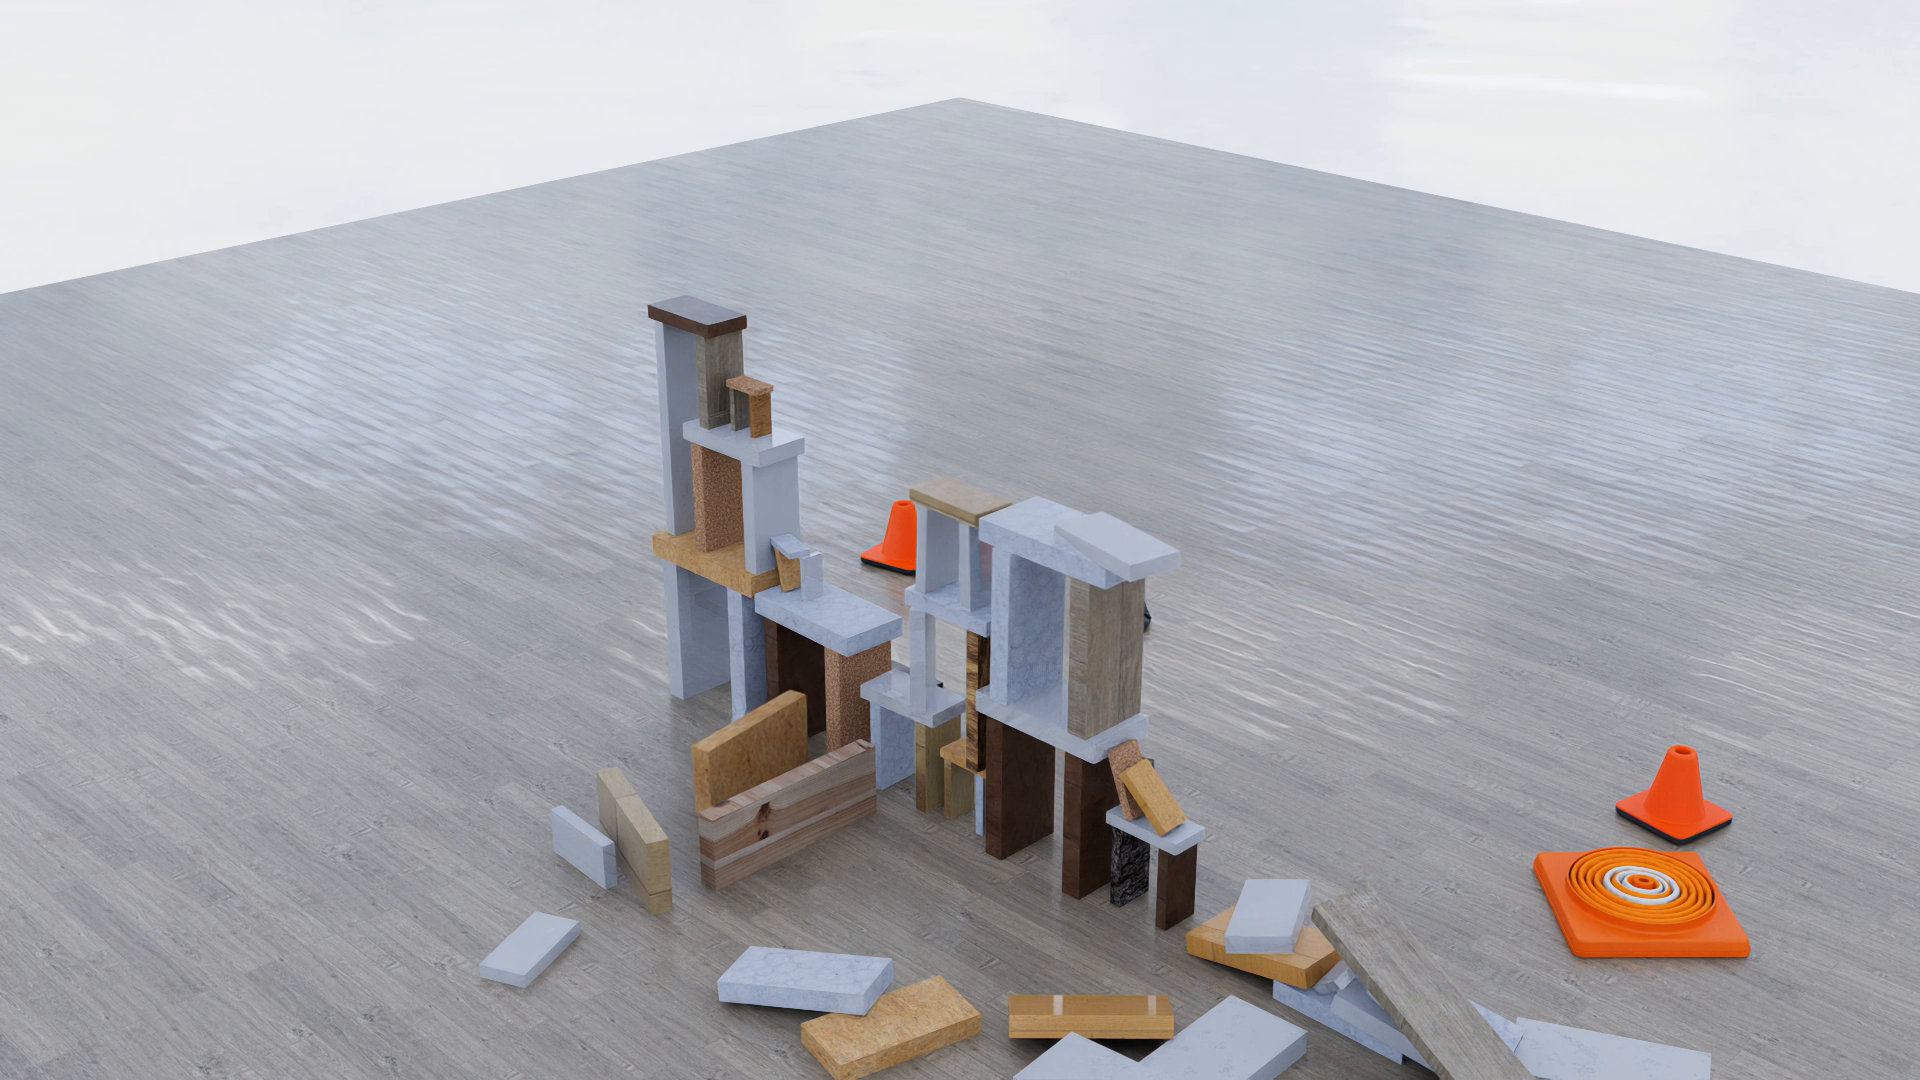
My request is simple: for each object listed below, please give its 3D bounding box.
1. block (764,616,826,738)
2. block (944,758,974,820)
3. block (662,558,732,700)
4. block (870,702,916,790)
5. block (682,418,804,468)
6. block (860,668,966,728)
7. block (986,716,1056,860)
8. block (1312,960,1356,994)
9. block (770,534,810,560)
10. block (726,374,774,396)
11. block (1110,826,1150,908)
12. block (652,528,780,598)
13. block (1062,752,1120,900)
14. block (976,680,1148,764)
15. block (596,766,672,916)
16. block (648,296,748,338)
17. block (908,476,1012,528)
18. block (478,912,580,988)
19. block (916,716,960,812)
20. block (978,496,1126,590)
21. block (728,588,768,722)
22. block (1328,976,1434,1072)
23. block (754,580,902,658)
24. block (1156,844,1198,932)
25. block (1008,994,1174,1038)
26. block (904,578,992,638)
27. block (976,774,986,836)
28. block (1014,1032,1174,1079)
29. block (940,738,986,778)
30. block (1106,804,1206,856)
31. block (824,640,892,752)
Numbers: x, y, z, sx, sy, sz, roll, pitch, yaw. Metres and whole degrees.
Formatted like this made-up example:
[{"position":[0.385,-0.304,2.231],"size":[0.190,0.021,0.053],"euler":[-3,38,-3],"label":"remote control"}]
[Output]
[{"position":[-0.343,0.284,4.710],"size":[0.149,0.299,0.042],"euler":[-20,30,-39],"label":"block"},{"position":[-0.001,0.492,4.432],"size":[0.067,0.133,0.019],"euler":[-21,31,-41],"label":"block"},{"position":[-0.577,0.176,4.922],"size":[0.165,0.330,0.047],"euler":[-21,31,-41],"label":"block"},{"position":[-0.139,0.406,4.545],"size":[0.029,0.202,0.101],"euler":[20,30,39],"label":"block"},{"position":[-0.456,-0.215,4.622],"size":[0.248,0.035,0.124],"euler":[21,31,40],"label":"block"},{"position":[-0.095,0.320,4.455],"size":[0.202,0.029,0.101],"euler":[20,30,38],"label":"block"},{"position":[0.119,0.459,4.292],"size":[0.043,0.302,0.151],"euler":[21,31,40],"label":"block"},{"position":[0.649,0.742,3.751],"size":[0.067,0.019,0.134],"euler":[-40,-7,-15],"label":"block"},{"position":[-0.355,0.013,4.593],"size":[0.048,0.014,0.095],"euler":[-12,26,-27],"label":"block"},{"position":[-0.437,-0.321,4.568],"size":[0.094,0.013,0.047],"euler":[21,31,40],"label":"block"},{"position":[0.321,0.599,4.134],"size":[0.024,0.167,0.084],"euler":[21,31,41],"label":"block"},{"position":[-0.499,0.033,4.778],"size":[0.330,0.047,0.165],"euler":[21,31,40],"label":"block"},{"position":[0.262,0.515,4.161],"size":[0.043,0.302,0.151],"euler":[21,31,40],"label":"block"},{"position":[0.191,0.328,4.159],"size":[0.302,0.043,0.151],"euler":[21,31,41],"label":"block"},{"position":[-0.625,0.573,4.214],"size":[0.043,0.153,0.307],"euler":[-11,25,-24],"label":"block"},{"position":[-0.552,-0.470,4.618],"size":[0.102,0.029,0.204],"euler":[-21,31,-40],"label":"block"},{"position":[0.000,-0.074,4.183],"size":[0.093,0.026,0.186],"euler":[-20,30,-39],"label":"block"},{"position":[-0.778,0.740,3.982],"size":[0.094,0.027,0.187],"euler":[9,25,20],"label":"block"},{"position":[-0.044,0.443,4.458],"size":[0.029,0.202,0.101],"euler":[21,31,41],"label":"block"},{"position":[0.201,0.002,4.015],"size":[0.156,0.044,0.312],"euler":[-21,31,-40],"label":"block"},{"position":[-0.421,0.237,4.778],"size":[0.165,0.330,0.047],"euler":[-21,31,-41],"label":"block"},{"position":[0.774,0.812,3.697],"size":[0.272,0.039,0.136],"euler":[28,36,23],"label":"block"},{"position":[-0.275,0.155,4.576],"size":[0.149,0.042,0.299],"euler":[-20,30,-39],"label":"block"},{"position":[0.400,0.630,4.061],"size":[0.084,0.167,0.024],"euler":[-21,31,-41],"label":"block"},{"position":[0.220,0.810,3.742],"size":[0.274,0.039,0.137],"euler":[0,2,1],"label":"block"},{"position":[0.010,0.125,4.268],"size":[0.222,0.031,0.111],"euler":[21,31,40],"label":"block"},{"position":[0.062,0.516,4.374],"size":[0.067,0.133,0.019],"euler":[-21,31,-40],"label":"block"},{"position":[0.257,0.893,3.485],"size":[0.315,0.045,0.158],"euler":[18,29,36],"label":"block"},{"position":[0.031,0.434,4.373],"size":[0.067,0.019,0.133],"euler":[-21,31,-40],"label":"block"},{"position":[0.361,0.527,4.060],"size":[0.084,0.024,0.167],"euler":[-21,31,-41],"label":"block"},{"position":[-0.210,0.339,4.579],"size":[0.042,0.299,0.149],"euler":[20,30,39],"label":"block"}]
